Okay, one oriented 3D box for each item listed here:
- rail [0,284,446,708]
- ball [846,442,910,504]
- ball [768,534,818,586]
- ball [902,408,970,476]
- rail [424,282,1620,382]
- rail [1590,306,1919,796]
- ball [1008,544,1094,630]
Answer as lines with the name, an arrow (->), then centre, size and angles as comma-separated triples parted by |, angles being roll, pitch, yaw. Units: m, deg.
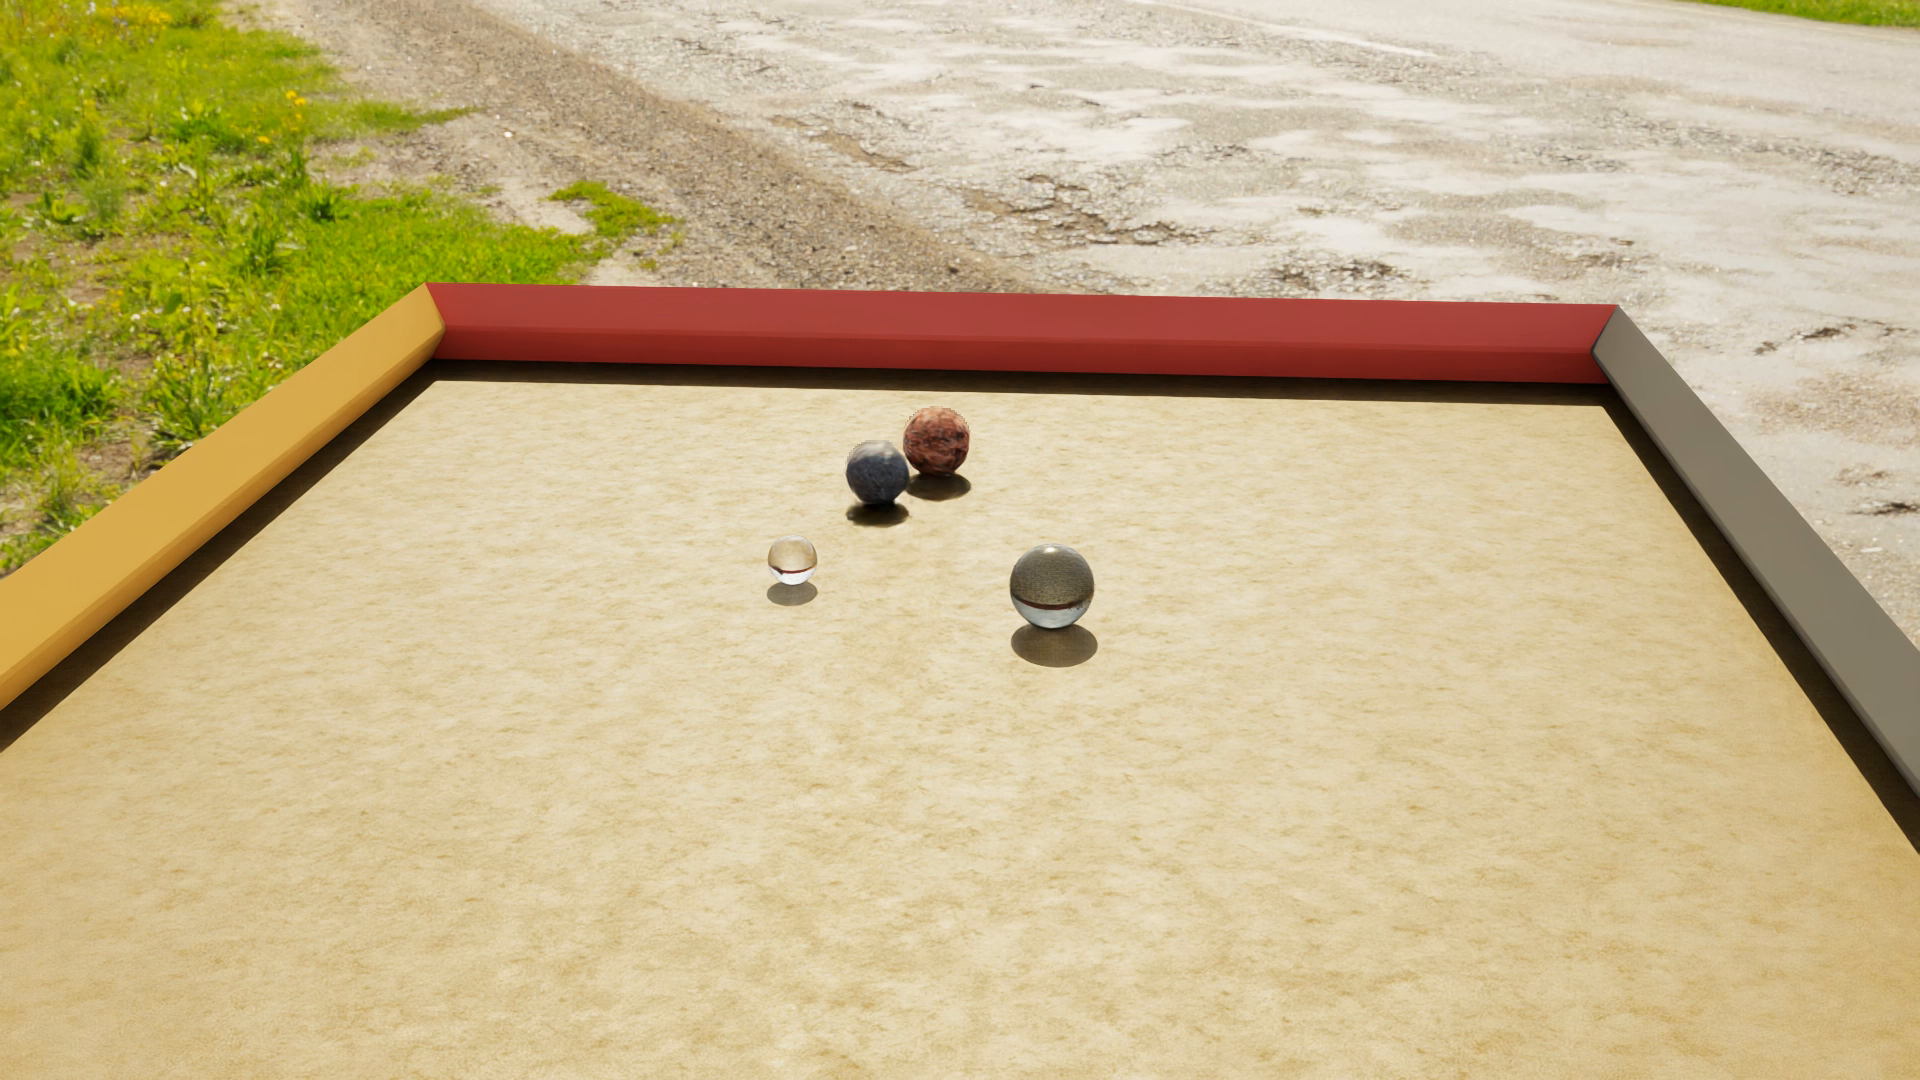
rail -> -0.988, 0.262, 1.784 | 0.045, 0.124, 3.728 | 2, 19, 4
ball -> -0.107, -0.086, 2.844 | 0.082, 0.082, 0.082 | 0, 19, 0
ball -> -0.195, 0.023, 2.565 | 0.059, 0.059, 0.059 | 0, 19, 0
ball -> -0.032, -0.131, 2.956 | 0.091, 0.091, 0.091 | 0, 19, 0
rail -> 0.075, -0.320, 3.444 | 1.876, 0.124, 0.045 | 2, 19, 4
rail -> 0.835, 0.312, 1.642 | 0.045, 0.124, 3.728 | 2, 19, 4
ball -> 0.102, 0.051, 2.431 | 0.095, 0.095, 0.095 | 0, 19, 0
